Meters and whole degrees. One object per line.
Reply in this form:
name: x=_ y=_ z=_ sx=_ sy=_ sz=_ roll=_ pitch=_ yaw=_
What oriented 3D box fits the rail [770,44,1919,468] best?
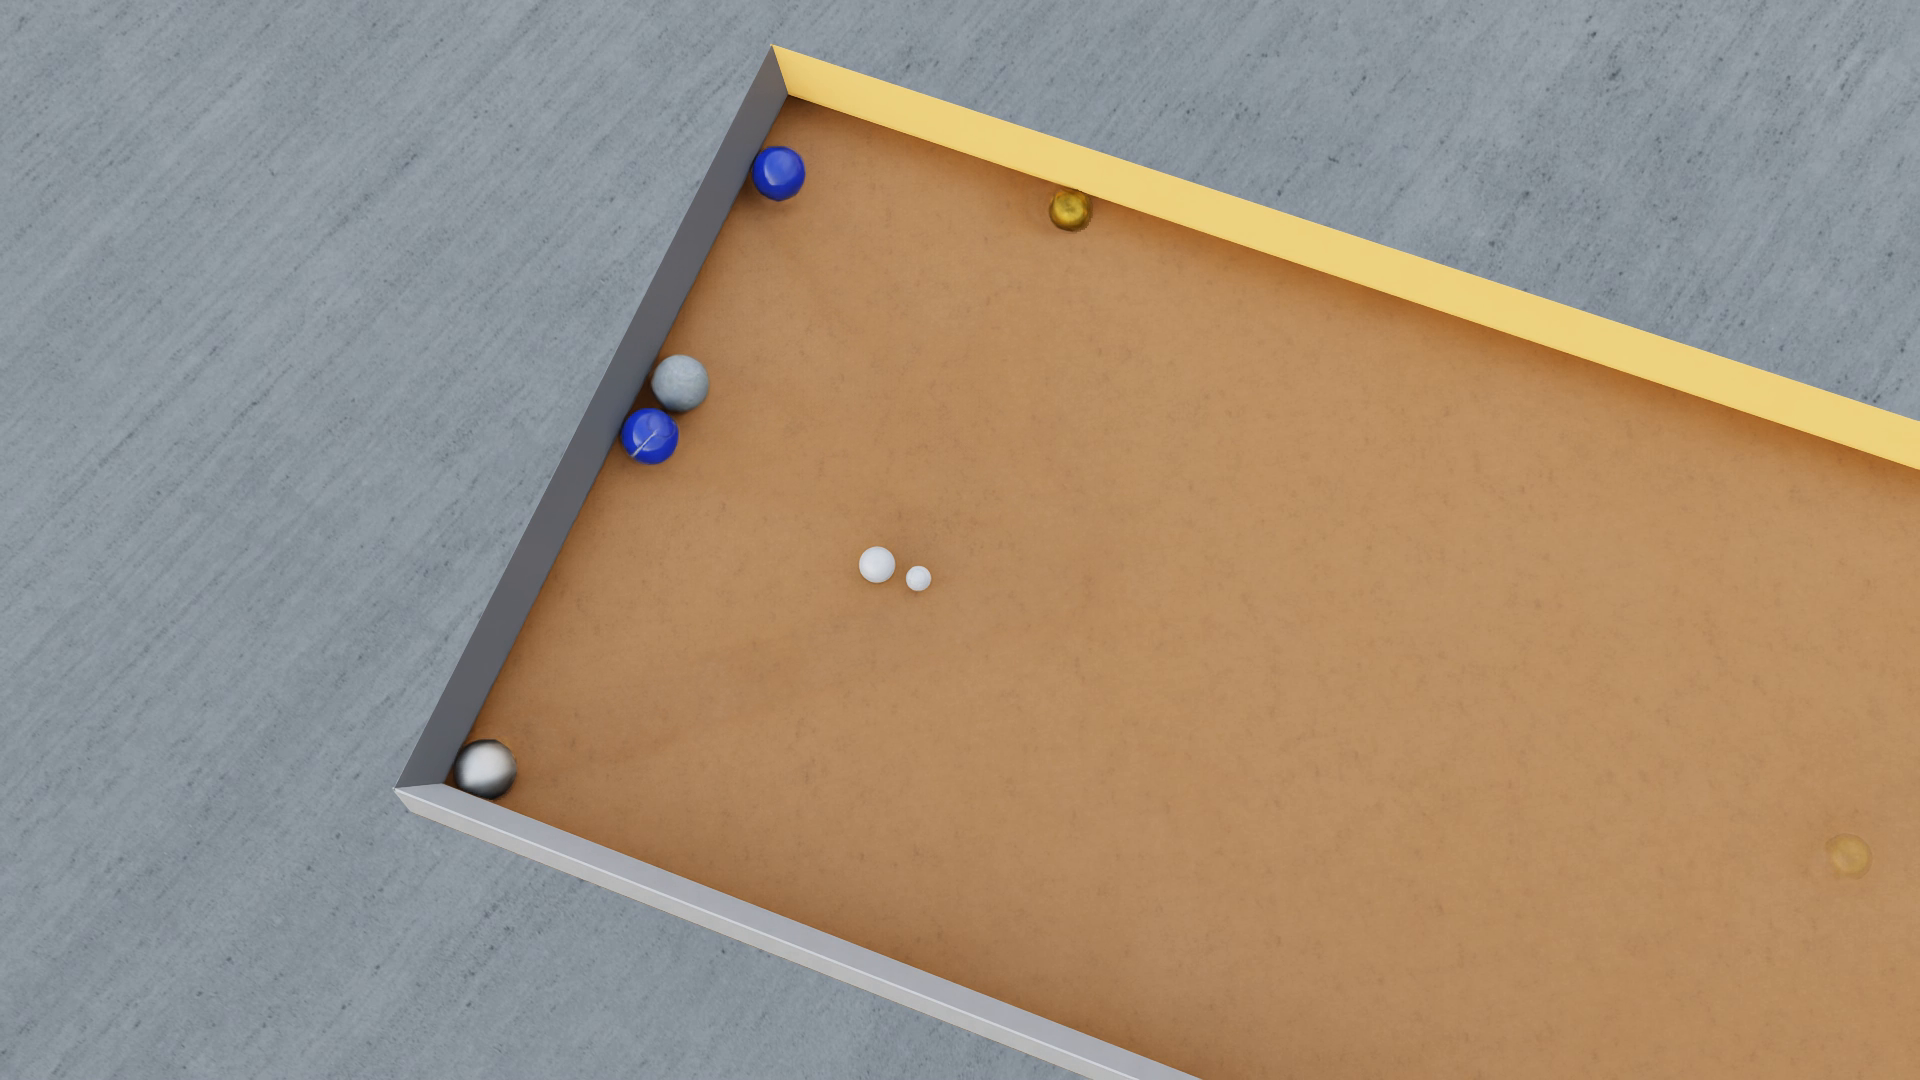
rail: x=0.833 y=-0.391 z=3.648 sx=2.503 sy=0.122 sz=0.045 roll=20 pitch=68 yaw=8

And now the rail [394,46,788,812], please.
rail: x=-0.561 y=-0.210 z=3.572 sx=0.045 sy=0.122 sz=1.425 roll=20 pitch=68 yaw=8

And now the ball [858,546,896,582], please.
ball: x=-0.132 y=0.039 z=3.502 sx=0.058 sy=0.058 sz=0.058 roll=0 pitch=67 yaw=0

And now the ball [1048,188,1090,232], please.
ball: x=0.187 y=-0.563 z=3.750 sx=0.072 sy=0.072 sz=0.072 roll=0 pitch=67 yaw=0

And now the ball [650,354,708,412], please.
ball: x=-0.460 y=-0.256 z=3.607 sx=0.094 sy=0.094 sz=0.094 roll=0 pitch=67 yaw=0

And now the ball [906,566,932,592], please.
ball: x=-0.066 y=0.061 z=3.502 sx=0.040 sy=0.040 sz=0.040 roll=0 pitch=67 yaw=0

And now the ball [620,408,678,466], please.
ball: x=-0.504 y=-0.168 z=3.571 sx=0.093 sy=0.093 sz=0.093 roll=0 pitch=67 yaw=0

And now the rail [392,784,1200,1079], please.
rail: x=0.333 y=0.791 z=3.147 sx=2.503 sy=0.122 sz=0.045 roll=20 pitch=68 yaw=8

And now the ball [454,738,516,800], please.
ball: x=-0.723 y=0.350 z=3.351 sx=0.093 sy=0.093 sz=0.093 roll=0 pitch=67 yaw=0

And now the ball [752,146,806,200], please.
ball: x=-0.310 y=-0.627 z=3.766 sx=0.092 sy=0.092 sz=0.092 roll=0 pitch=67 yaw=0
